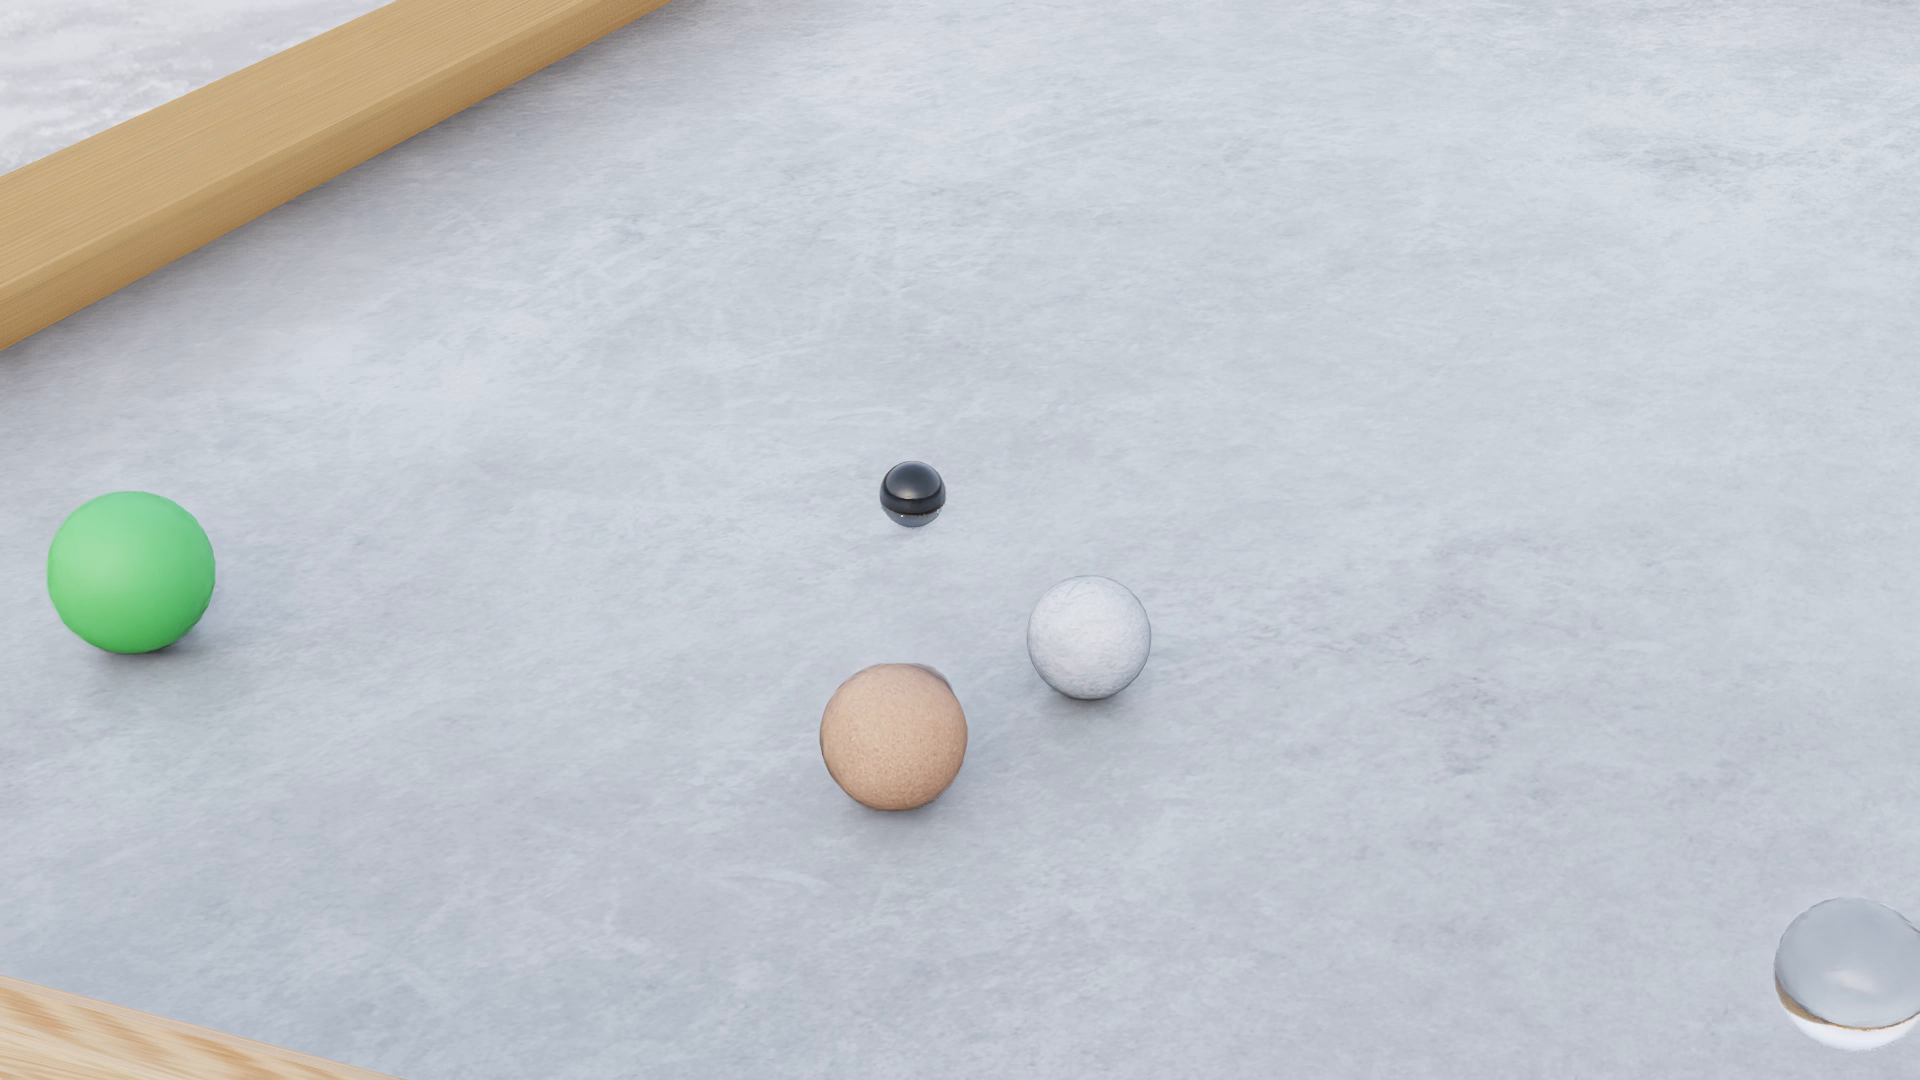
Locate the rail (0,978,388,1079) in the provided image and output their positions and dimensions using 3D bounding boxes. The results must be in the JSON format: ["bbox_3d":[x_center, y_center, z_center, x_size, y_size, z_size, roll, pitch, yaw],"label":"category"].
[{"bbox_3d":[-0.273,0.257,1.246,1.684,0.129,0.045,10,27,20],"label":"rail"}]

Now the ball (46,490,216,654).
[{"bbox_3d":[-0.504,0.020,1.790,0.099,0.099,0.099,0,25,0],"label":"ball"}]

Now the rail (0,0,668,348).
[{"bbox_3d":[-0.476,-0.453,2.759,0.045,0.129,2.990,10,27,20],"label":"rail"}]

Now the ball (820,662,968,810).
[{"bbox_3d":[-0.037,0.108,1.622,0.082,0.082,0.082,0,25,0],"label":"ball"}]

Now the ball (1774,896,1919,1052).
[{"bbox_3d":[0.430,0.209,1.417,0.074,0.074,0.074,0,25,0],"label":"ball"}]

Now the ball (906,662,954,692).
[{"bbox_3d":[-0.027,0.095,1.689,0.049,0.049,0.049,0,25,0],"label":"ball"}]

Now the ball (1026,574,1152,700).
[{"bbox_3d":[0.076,0.057,1.739,0.074,0.074,0.074,0,25,0],"label":"ball"}]

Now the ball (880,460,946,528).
[{"bbox_3d":[-0.032,-0.031,1.962,0.045,0.045,0.045,0,25,0],"label":"ball"}]
